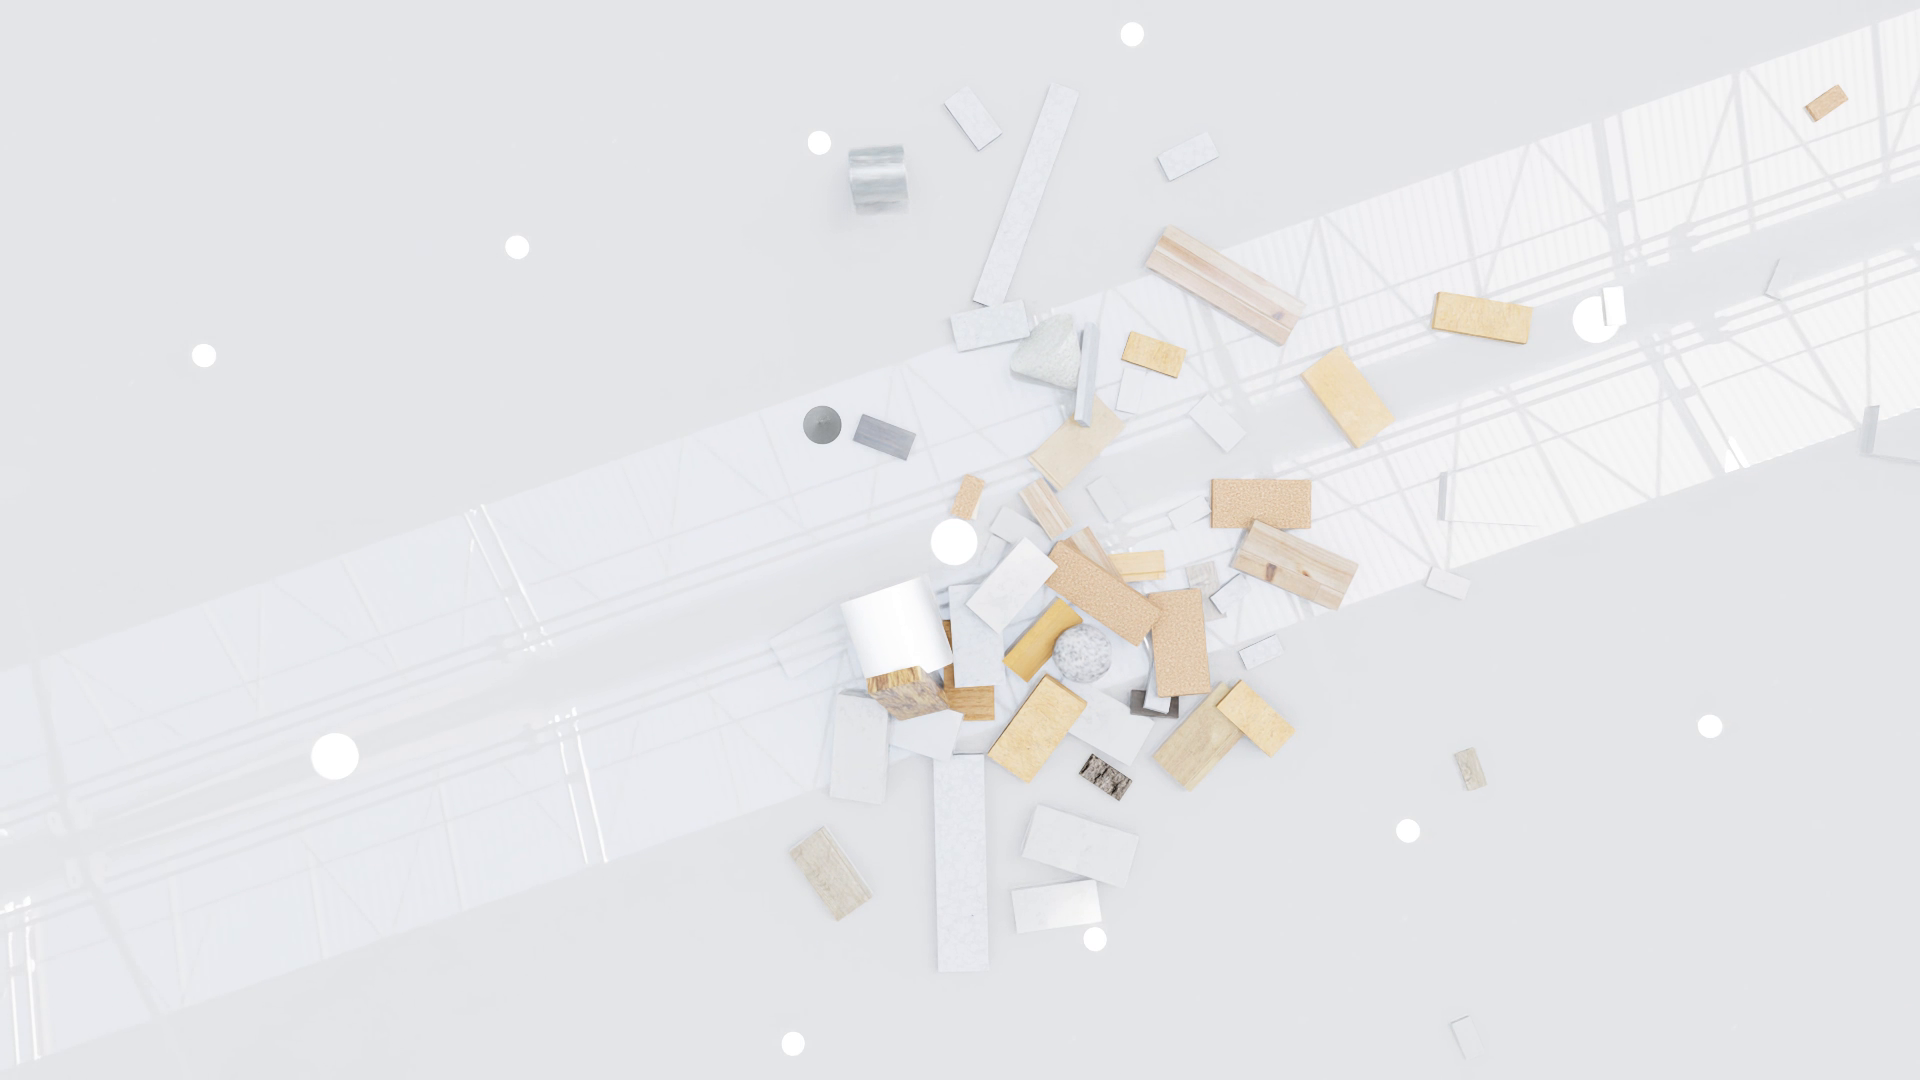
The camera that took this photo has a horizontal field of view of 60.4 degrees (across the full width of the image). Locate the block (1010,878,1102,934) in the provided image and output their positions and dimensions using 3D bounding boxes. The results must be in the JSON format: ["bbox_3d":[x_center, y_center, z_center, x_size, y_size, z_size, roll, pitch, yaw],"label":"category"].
[{"bbox_3d":[0.320,1.213,5.480,0.282,0.040,0.141,-8,90,0],"label":"block"}]

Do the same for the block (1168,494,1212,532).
[{"bbox_3d":[0.764,-0.090,5.491,0.131,0.019,0.066,-29,90,0],"label":"block"}]

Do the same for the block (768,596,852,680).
[{"bbox_3d":[-0.469,0.325,5.479,0.295,0.042,0.148,-29,90,0],"label":"block"}]

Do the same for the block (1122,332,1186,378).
[{"bbox_3d":[0.646,-0.617,5.486,0.196,0.028,0.098,19,90,0],"label":"block"}]

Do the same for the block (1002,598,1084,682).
[{"bbox_3d":[0.275,0.331,5.432,0.282,0.141,0.040,-48,53,0],"label":"block"}]

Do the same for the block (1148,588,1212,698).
[{"bbox_3d":[0.723,0.340,5.427,0.171,0.048,0.341,-6,79,11],"label":"block"}]

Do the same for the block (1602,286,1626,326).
[{"bbox_3d":[2.177,-0.778,5.491,0.063,0.018,0.125,-6,90,0],"label":"block"}]

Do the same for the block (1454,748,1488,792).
[{"bbox_3d":[1.701,0.763,5.491,0.066,0.019,0.131,-20,90,0],"label":"block"}]

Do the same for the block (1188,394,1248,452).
[{"bbox_3d":[0.855,-0.388,5.487,0.092,0.026,0.185,-45,90,0],"label":"block"}]

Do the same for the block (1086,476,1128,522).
[{"bbox_3d":[0.489,-0.137,5.490,0.071,0.020,0.142,-33,90,0],"label":"block"}]

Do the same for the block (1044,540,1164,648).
[{"bbox_3d":[0.459,0.175,5.436,0.409,0.042,0.148,35,105,7],"label":"block"}]

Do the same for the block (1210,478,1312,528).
[{"bbox_3d":[1.000,-0.120,5.477,0.325,0.046,0.162,0,90,0],"label":"block"}]

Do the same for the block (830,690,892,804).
[{"bbox_3d":[-0.326,0.683,5.429,0.175,0.050,0.350,7,100,12],"label":"block"}]

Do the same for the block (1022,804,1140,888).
[{"bbox_3d":[0.398,1.014,5.456,0.350,0.050,0.175,18,77,0],"label":"block"}]

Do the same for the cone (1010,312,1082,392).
[{"bbox_3d":[0.350,-0.564,5.442,0.261,0.261,0.261,-45,117,0],"label":"cone"}]

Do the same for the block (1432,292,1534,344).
[{"bbox_3d":[1.736,-0.738,5.483,0.313,0.035,0.122,10,90,0],"label":"block"}]

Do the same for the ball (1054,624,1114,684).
[{"bbox_3d":[0.404,0.374,5.404,0.193,0.193,0.193,0,90,0],"label":"ball"}]

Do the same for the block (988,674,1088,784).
[{"bbox_3d":[0.255,0.622,5.438,0.167,0.047,0.334,35,104,0],"label":"block"}]

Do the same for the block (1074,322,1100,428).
[{"bbox_3d":[0.420,-0.543,5.423,0.026,0.092,0.331,2,79,22],"label":"block"}]

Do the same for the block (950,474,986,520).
[{"bbox_3d":[0.026,-0.142,5.474,0.071,0.020,0.142,22,90,0],"label":"block"}]

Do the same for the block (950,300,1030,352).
[{"bbox_3d":[0.101,-0.710,5.463,0.245,0.035,0.122,-12,97,6],"label":"block"}]

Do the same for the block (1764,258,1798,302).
[{"bbox_3d":[2.733,-0.866,5.491,0.063,0.018,0.125,23,90,0],"label":"block"}]

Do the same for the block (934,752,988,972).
[{"bbox_3d":[0.003,1.069,5.476,0.167,0.047,0.715,-1,90,0],"label":"block"}]

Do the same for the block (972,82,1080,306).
[{"bbox_3d":[0.220,-1.141,5.486,0.098,0.028,0.770,20,90,0],"label":"block"}]

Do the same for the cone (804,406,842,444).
[{"bbox_3d":[-0.459,-0.383,5.435,0.130,0.130,0.130,0,90,0],"label":"cone"}]

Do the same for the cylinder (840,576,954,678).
[{"bbox_3d":[-0.203,0.300,5.352,0.294,0.294,0.294,-19,90,0],"label":"cylinder"}]

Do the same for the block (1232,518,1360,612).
[{"bbox_3d":[1.107,0.080,5.450,0.377,0.048,0.171,23,99,-4],"label":"block"}]

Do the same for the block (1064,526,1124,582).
[{"bbox_3d":[0.489,0.141,5.459,0.095,0.027,0.388,-32,90,17],"label":"block"}]

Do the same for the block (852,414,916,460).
[{"bbox_3d":[-0.251,-0.341,5.486,0.191,0.027,0.095,21,90,0],"label":"block"}]

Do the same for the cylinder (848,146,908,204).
[{"bbox_3d":[-0.267,-1.197,5.410,0.179,0.179,0.179,-4,90,0],"label":"cylinder"}]

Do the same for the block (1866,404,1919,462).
[{"bbox_3d":[3.289,-0.328,5.477,0.523,0.046,0.162,9,90,0],"label":"block"}]
